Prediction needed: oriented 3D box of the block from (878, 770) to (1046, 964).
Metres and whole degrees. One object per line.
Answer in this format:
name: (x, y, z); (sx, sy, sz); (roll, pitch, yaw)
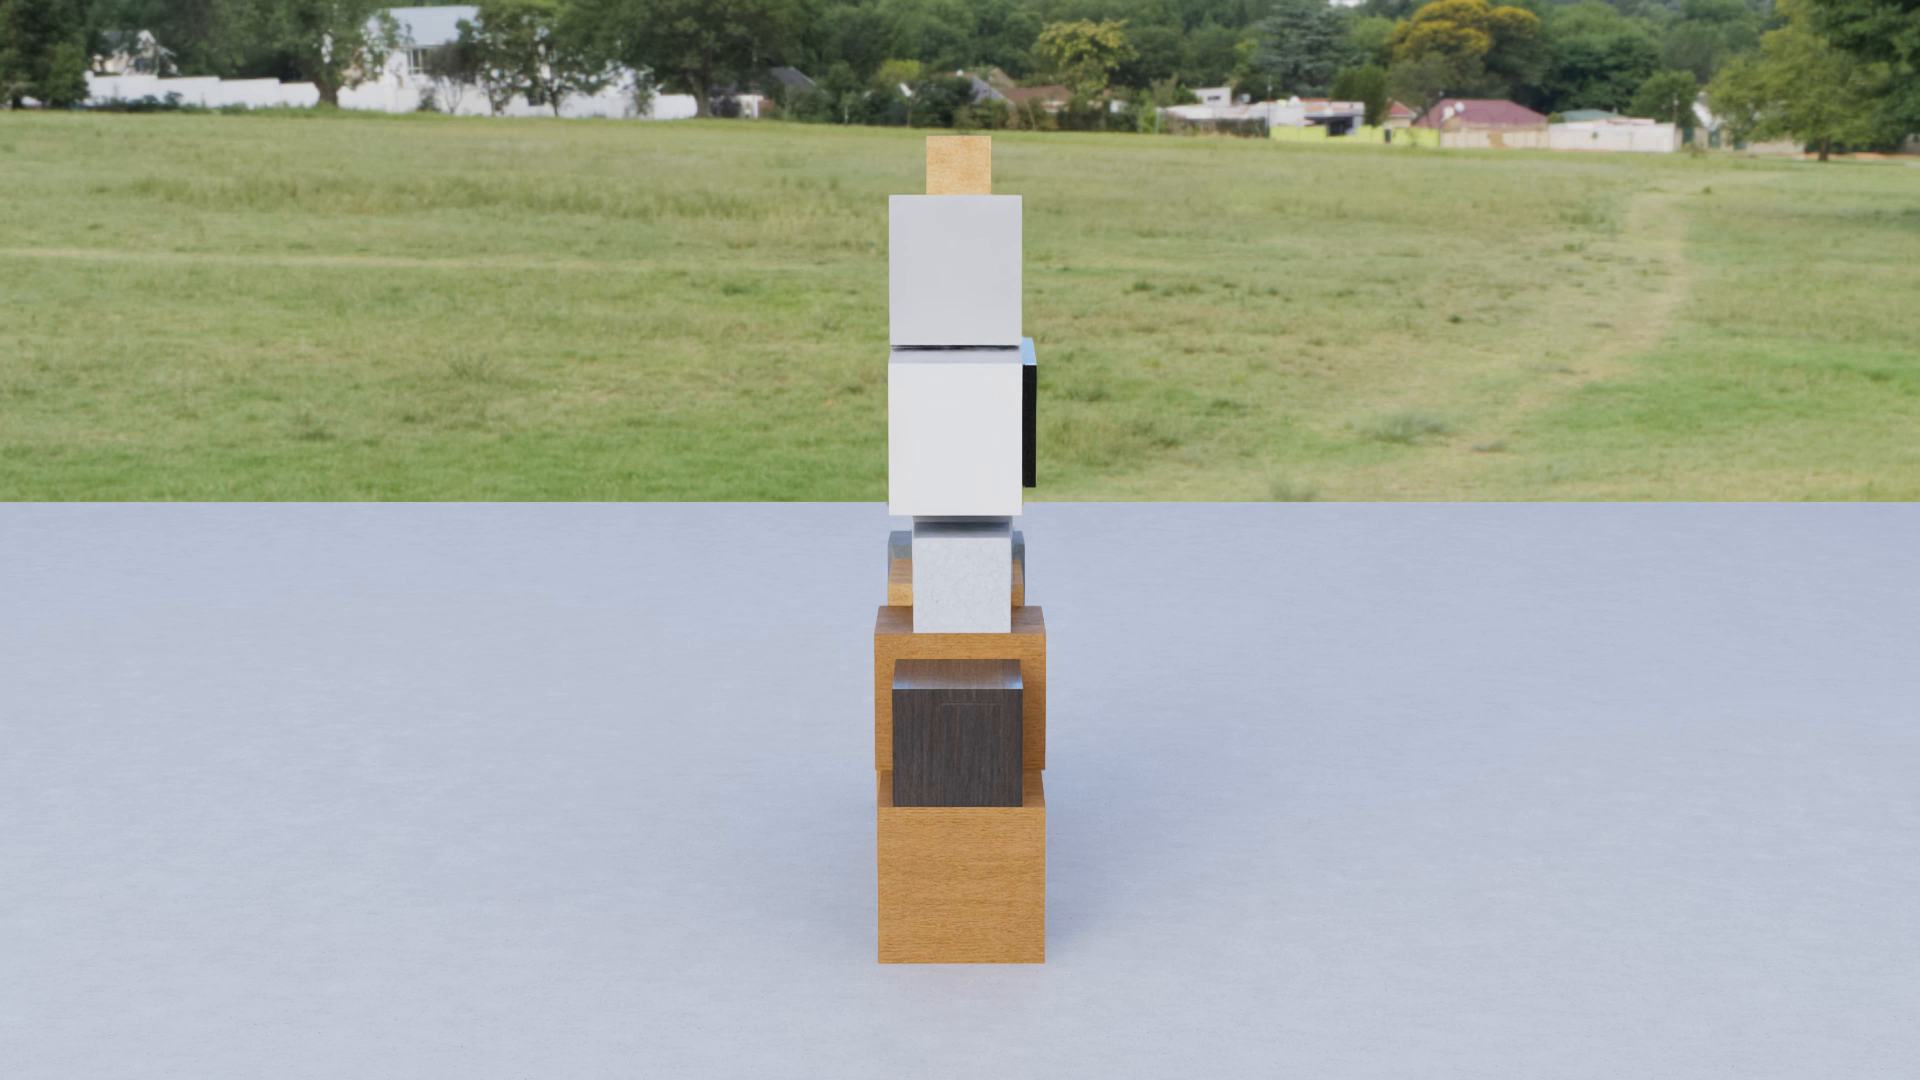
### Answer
block: (0.006, 1.313, 10.537); (0.665, 0.646, 0.694); (0, 10, 0)

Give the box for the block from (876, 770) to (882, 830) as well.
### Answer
block: (-0.013, 1.052, 11.737); (0.715, 0.731, 0.664); (0, 10, 0)

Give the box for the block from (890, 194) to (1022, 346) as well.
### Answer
block: (-0.019, -1.150, 10.963); (0.550, 0.624, 0.581); (0, 6, 0)

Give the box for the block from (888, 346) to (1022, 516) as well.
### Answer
block: (-0.019, -0.468, 10.736); (0.543, 0.627, 0.579); (0, 12, 0)

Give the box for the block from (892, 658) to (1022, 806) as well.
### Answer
block: (-0.009, 0.773, 10.363); (0.513, 0.479, 0.527); (0, 10, 0)

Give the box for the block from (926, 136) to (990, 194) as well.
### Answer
block: (-0.006, -1.585, 10.919); (0.270, 0.251, 0.288); (0, 6, 0)

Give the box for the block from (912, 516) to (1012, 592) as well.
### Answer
block: (0.011, -0.029, 11.198); (0.429, 0.425, 0.447); (0, 12, 0)

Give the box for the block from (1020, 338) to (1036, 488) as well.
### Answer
block: (0.019, -0.571, 11.361); (0.619, 0.538, 0.652); (0, 15, 0)

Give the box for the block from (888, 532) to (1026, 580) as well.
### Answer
block: (-0.017, 0.301, 12.162); (0.633, 0.627, 0.636); (0, 6, 0)

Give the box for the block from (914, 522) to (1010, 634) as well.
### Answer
block: (0.008, 0.154, 10.776); (0.400, 0.399, 0.436); (0, 9, 0)

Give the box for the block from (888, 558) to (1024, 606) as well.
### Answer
block: (-0.018, 0.424, 11.526); (0.590, 0.580, 0.591); (0, 10, 0)

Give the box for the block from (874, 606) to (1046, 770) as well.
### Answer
block: (0.001, 0.622, 10.937); (0.710, 0.577, 0.627); (0, 9, 0)
